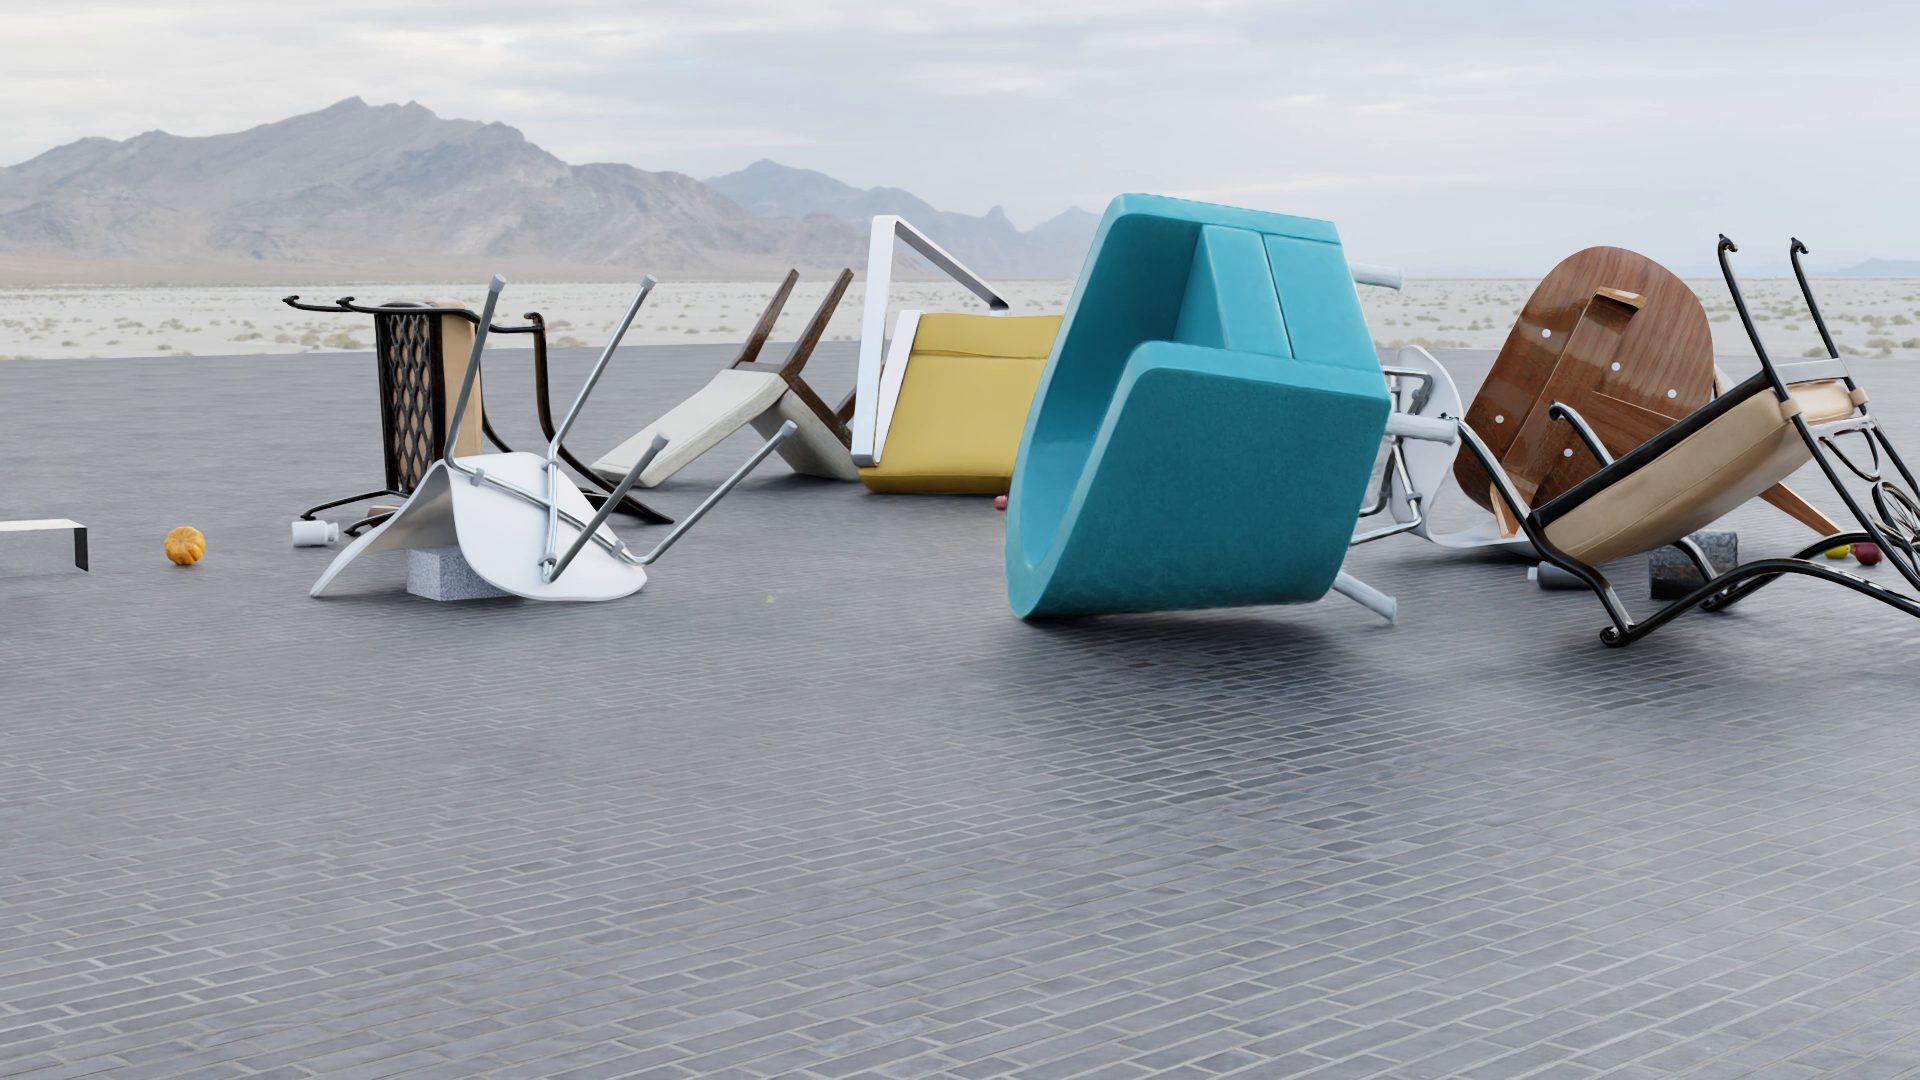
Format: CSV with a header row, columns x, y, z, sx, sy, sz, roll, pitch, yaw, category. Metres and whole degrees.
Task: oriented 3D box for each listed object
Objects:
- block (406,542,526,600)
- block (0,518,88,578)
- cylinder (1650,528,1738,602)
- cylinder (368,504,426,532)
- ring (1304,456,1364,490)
x,y,z,sx,sy,sz,roll,pitch,yaw,category
-1.027,0.065,5.331,0.187,0.093,0.175,-4,7,-34,block
-2.099,0.018,5.743,0.239,0.101,0.221,-3,7,-30,block
1.495,0.051,5.231,0.166,0.116,0.184,1,40,13,cylinder
-1.460,-0.057,6.652,0.112,0.064,0.100,6,-4,20,cylinder
1.165,-0.209,7.984,0.180,0.096,0.191,4,8,43,ring
